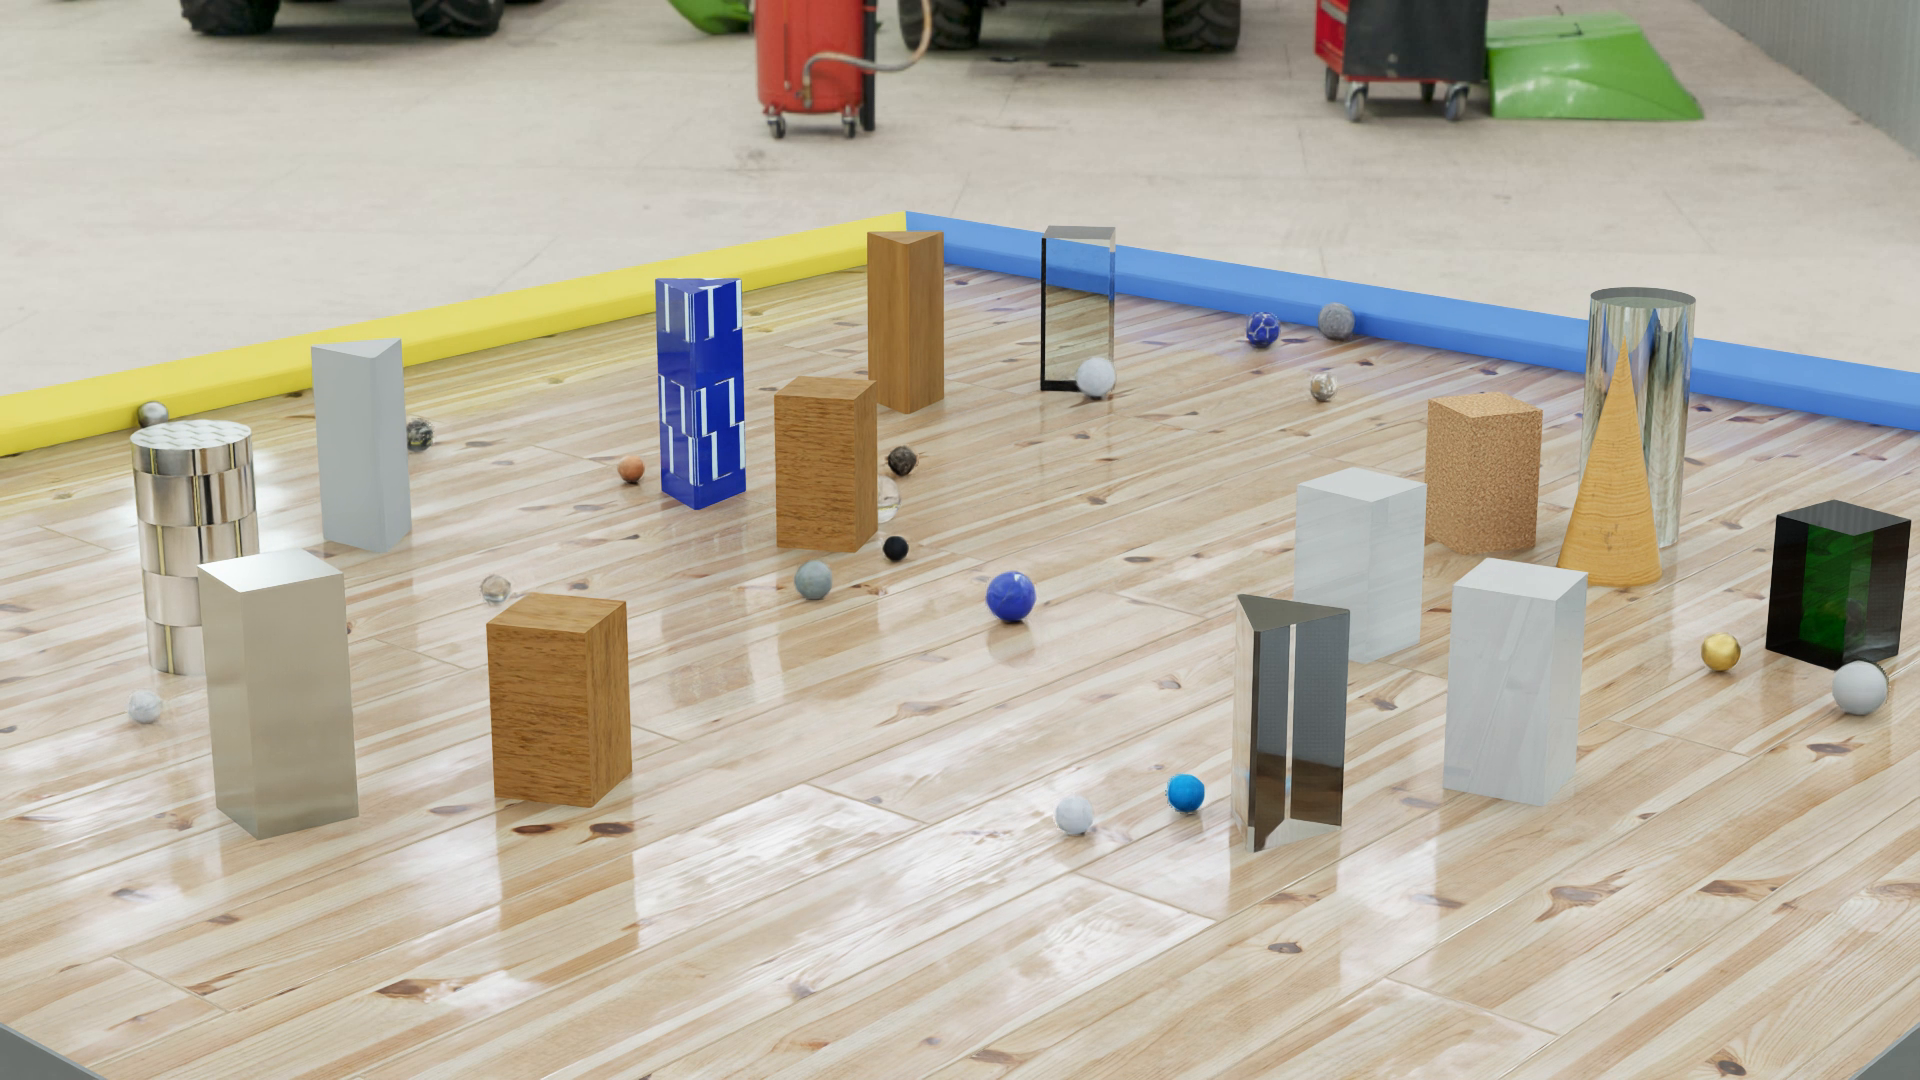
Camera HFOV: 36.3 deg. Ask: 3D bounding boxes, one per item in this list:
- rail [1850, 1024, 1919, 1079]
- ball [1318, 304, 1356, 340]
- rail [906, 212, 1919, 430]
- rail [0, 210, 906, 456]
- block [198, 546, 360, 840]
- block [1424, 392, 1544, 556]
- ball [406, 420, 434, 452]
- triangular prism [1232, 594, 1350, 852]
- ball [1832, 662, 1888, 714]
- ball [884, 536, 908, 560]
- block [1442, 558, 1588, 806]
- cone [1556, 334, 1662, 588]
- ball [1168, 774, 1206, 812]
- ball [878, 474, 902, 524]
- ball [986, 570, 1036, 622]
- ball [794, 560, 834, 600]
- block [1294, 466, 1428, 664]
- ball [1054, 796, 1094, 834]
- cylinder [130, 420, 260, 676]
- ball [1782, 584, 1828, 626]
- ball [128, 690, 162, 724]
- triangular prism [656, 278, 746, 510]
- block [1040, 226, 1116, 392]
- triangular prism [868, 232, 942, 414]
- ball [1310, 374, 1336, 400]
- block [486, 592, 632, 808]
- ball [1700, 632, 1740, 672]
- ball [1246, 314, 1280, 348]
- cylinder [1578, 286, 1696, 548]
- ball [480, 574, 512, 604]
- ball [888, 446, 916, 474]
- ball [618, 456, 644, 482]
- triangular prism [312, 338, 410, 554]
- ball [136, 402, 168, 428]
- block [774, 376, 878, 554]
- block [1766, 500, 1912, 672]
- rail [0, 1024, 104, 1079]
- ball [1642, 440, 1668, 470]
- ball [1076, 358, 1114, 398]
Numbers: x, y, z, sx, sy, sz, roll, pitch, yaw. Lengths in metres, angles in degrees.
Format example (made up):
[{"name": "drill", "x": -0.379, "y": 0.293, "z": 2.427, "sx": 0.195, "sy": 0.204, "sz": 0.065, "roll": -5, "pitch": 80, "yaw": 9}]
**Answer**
[{"name": "rail", "x": 1.551, "y": 0.420, "z": 3.832, "sx": 0.045, "sy": 0.122, "sz": 4.331, "roll": 14, "pitch": 22, "yaw": 39}, {"name": "ball", "x": 0.901, "y": -0.522, "z": 7.011, "sx": 0.088, "sy": 0.088, "sz": 0.088, "roll": 0, "pitch": 17, "yaw": 0}, {"name": "rail", "x": 1.404, "y": -0.437, "z": 6.669, "sx": 4.154, "sy": 0.122, "sz": 0.045, "roll": 14, "pitch": 22, "yaw": 39}, {"name": "rail", "x": -1.551, "y": -0.359, "z": 6.409, "sx": 0.045, "sy": 0.122, "sz": 4.331, "roll": 14, "pitch": 22, "yaw": 39}, {"name": "block", "x": -0.954, "y": 0.213, "z": 4.108, "sx": 0.151, "sy": 0.361, "sz": 0.151, "roll": -12, "pitch": 20, "yaw": -34}, {"name": "block", "x": 0.961, "y": -0.124, "z": 5.401, "sx": 0.151, "sy": 0.259, "sz": 0.151, "roll": -7, "pitch": 18, "yaw": -21}, {"name": "ball", "x": -1.115, "y": -0.213, "z": 6.030, "sx": 0.064, "sy": 0.064, "sz": 0.064, "roll": 0, "pitch": 17, "yaw": 0}, {"name": "triangular prism", "x": 0.427, "y": 0.245, "z": 4.073, "sx": 0.163, "sy": 0.320, "sz": 0.141, "roll": -11, "pitch": 20, "yaw": -32}, {"name": "ball", "x": 1.392, "y": 0.229, "z": 4.537, "sx": 0.083, "sy": 0.083, "sz": 0.083, "roll": 0, "pitch": 17, "yaw": 0}, {"name": "ball", "x": -0.116, "y": 0.015, "z": 5.308, "sx": 0.046, "sy": 0.046, "sz": 0.046, "roll": 0, "pitch": 17, "yaw": 0}, {"name": "block", "x": 0.801, "y": 0.203, "z": 4.233, "sx": 0.151, "sy": 0.309, "sz": 0.151, "roll": 9, "pitch": 19, "yaw": 27}, {"name": "cone", "x": 1.162, "y": -0.152, "z": 5.187, "sx": 0.188, "sy": 0.435, "sz": 0.188, "roll": 0, "pitch": 17, "yaw": 0}, {"name": "ball", "x": 0.321, "y": 0.359, "z": 4.157, "sx": 0.054, "sy": 0.054, "sz": 0.054, "roll": 0, "pitch": 17, "yaw": 0}, {"name": "ball", "x": -0.158, "y": -0.078, "z": 5.532, "sx": 0.094, "sy": 0.094, "sz": 0.094, "roll": 0, "pitch": 17, "yaw": 0}, {"name": "ball", "x": 0.087, "y": 0.095, "z": 4.974, "sx": 0.086, "sy": 0.086, "sz": 0.086, "roll": 0, "pitch": 17, "yaw": 0}, {"name": "ball", "x": -0.253, "y": 0.069, "z": 5.093, "sx": 0.068, "sy": 0.068, "sz": 0.068, "roll": 0, "pitch": 17, "yaw": 0}, {"name": "block", "x": 0.657, "y": 0.040, "z": 4.831, "sx": 0.151, "sy": 0.274, "sz": 0.151, "roll": 16, "pitch": 23, "yaw": 42}, {"name": "ball", "x": 0.159, "y": 0.382, "z": 4.079, "sx": 0.054, "sy": 0.054, "sz": 0.054, "roll": 0, "pitch": 17, "yaw": 0}, {"name": "cylinder", "x": -1.232, "y": 0.011, "z": 4.750, "sx": 0.188, "sy": 0.377, "sz": 0.188, "roll": 0, "pitch": 17, "yaw": 0}, {"name": "ball", "x": 1.426, "y": 0.110, "z": 4.946, "sx": 0.074, "sy": 0.074, "sz": 0.074, "roll": 0, "pitch": 17, "yaw": 0}, {"name": "ball", "x": -1.252, "y": 0.256, "z": 4.501, "sx": 0.052, "sy": 0.052, "sz": 0.052, "roll": 0, "pitch": 17, "yaw": 0}, {"name": "triangular prism", "x": -0.524, "y": -0.290, "z": 5.668, "sx": 0.141, "sy": 0.423, "sz": 0.163, "roll": 10, "pitch": 19, "yaw": 29}, {"name": "block", "x": 0.264, "y": -0.517, "z": 6.550, "sx": 0.151, "sy": 0.345, "sz": 0.151, "roll": 2, "pitch": 17, "yaw": 7}, {"name": "triangular prism", "x": -0.097, "y": -0.481, "z": 6.383, "sx": 0.141, "sy": 0.373, "sz": 0.163, "roll": -10, "pitch": 20, "yaw": -30}, {"name": "ball", "x": 0.797, "y": -0.336, "z": 6.448, "sx": 0.059, "sy": 0.059, "sz": 0.059, "roll": 0, "pitch": 17, "yaw": 0}, {"name": "block", "x": -0.576, "y": 0.229, "z": 4.226, "sx": 0.151, "sy": 0.263, "sz": 0.151, "roll": 5, "pitch": 17, "yaw": 16}, {"name": "ball", "x": 1.227, "y": 0.180, "z": 4.732, "sx": 0.063, "sy": 0.063, "sz": 0.063, "roll": 0, "pitch": 17, "yaw": 0}, {"name": "ball", "x": 0.716, "y": -0.496, "z": 6.939, "sx": 0.080, "sy": 0.080, "sz": 0.080, "roll": 0, "pitch": 17, "yaw": 0}, {"name": "cylinder", "x": 1.244, "y": -0.226, "z": 5.406, "sx": 0.188, "sy": 0.451, "sz": 0.188, "roll": 0, "pitch": 17, "yaw": 0}, {"name": "ball", "x": -0.801, "y": 0.086, "z": 5.062, "sx": 0.053, "sy": 0.053, "sz": 0.053, "roll": 0, "pitch": 17, "yaw": 0}, {"name": "ball", "x": -0.116, "y": -0.159, "z": 5.864, "sx": 0.057, "sy": 0.057, "sz": 0.057, "roll": 0, "pitch": 17, "yaw": 0}, {"name": "ball", "x": -0.653, "y": -0.141, "z": 5.812, "sx": 0.053, "sy": 0.053, "sz": 0.053, "roll": 0, "pitch": 17, "yaw": 0}, {"name": "triangular prism", "x": -1.075, "y": -0.181, "z": 5.405, "sx": 0.163, "sy": 0.366, "sz": 0.141, "roll": 12, "pitch": 21, "yaw": 35}, {"name": "ball", "x": -1.703, "y": -0.260, "z": 6.186, "sx": 0.065, "sy": 0.065, "sz": 0.065, "roll": 0, "pitch": 17, "yaw": 0}, {"name": "block", "x": -0.245, "y": -0.141, "z": 5.404, "sx": 0.151, "sy": 0.288, "sz": 0.151, "roll": 4, "pitch": 17, "yaw": 14}, {"name": "block", "x": 1.435, "y": 0.074, "z": 4.794, "sx": 0.151, "sy": 0.231, "sz": 0.151, "roll": -12, "pitch": 21, "yaw": -35}, {"name": "rail", "x": -1.404, "y": 0.499, "z": 3.573, "sx": 4.154, "sy": 0.122, "sz": 0.045, "roll": 14, "pitch": 22, "yaw": 39}, {"name": "ball", "x": 1.394, "y": -0.170, "z": 5.894, "sx": 0.061, "sy": 0.061, "sz": 0.061, "roll": 0, "pitch": 17, "yaw": 0}, {"name": "ball", "x": 0.299, "y": -0.357, "z": 6.469, "sx": 0.086, "sy": 0.086, "sz": 0.086, "roll": 0, "pitch": 17, "yaw": 0}]
